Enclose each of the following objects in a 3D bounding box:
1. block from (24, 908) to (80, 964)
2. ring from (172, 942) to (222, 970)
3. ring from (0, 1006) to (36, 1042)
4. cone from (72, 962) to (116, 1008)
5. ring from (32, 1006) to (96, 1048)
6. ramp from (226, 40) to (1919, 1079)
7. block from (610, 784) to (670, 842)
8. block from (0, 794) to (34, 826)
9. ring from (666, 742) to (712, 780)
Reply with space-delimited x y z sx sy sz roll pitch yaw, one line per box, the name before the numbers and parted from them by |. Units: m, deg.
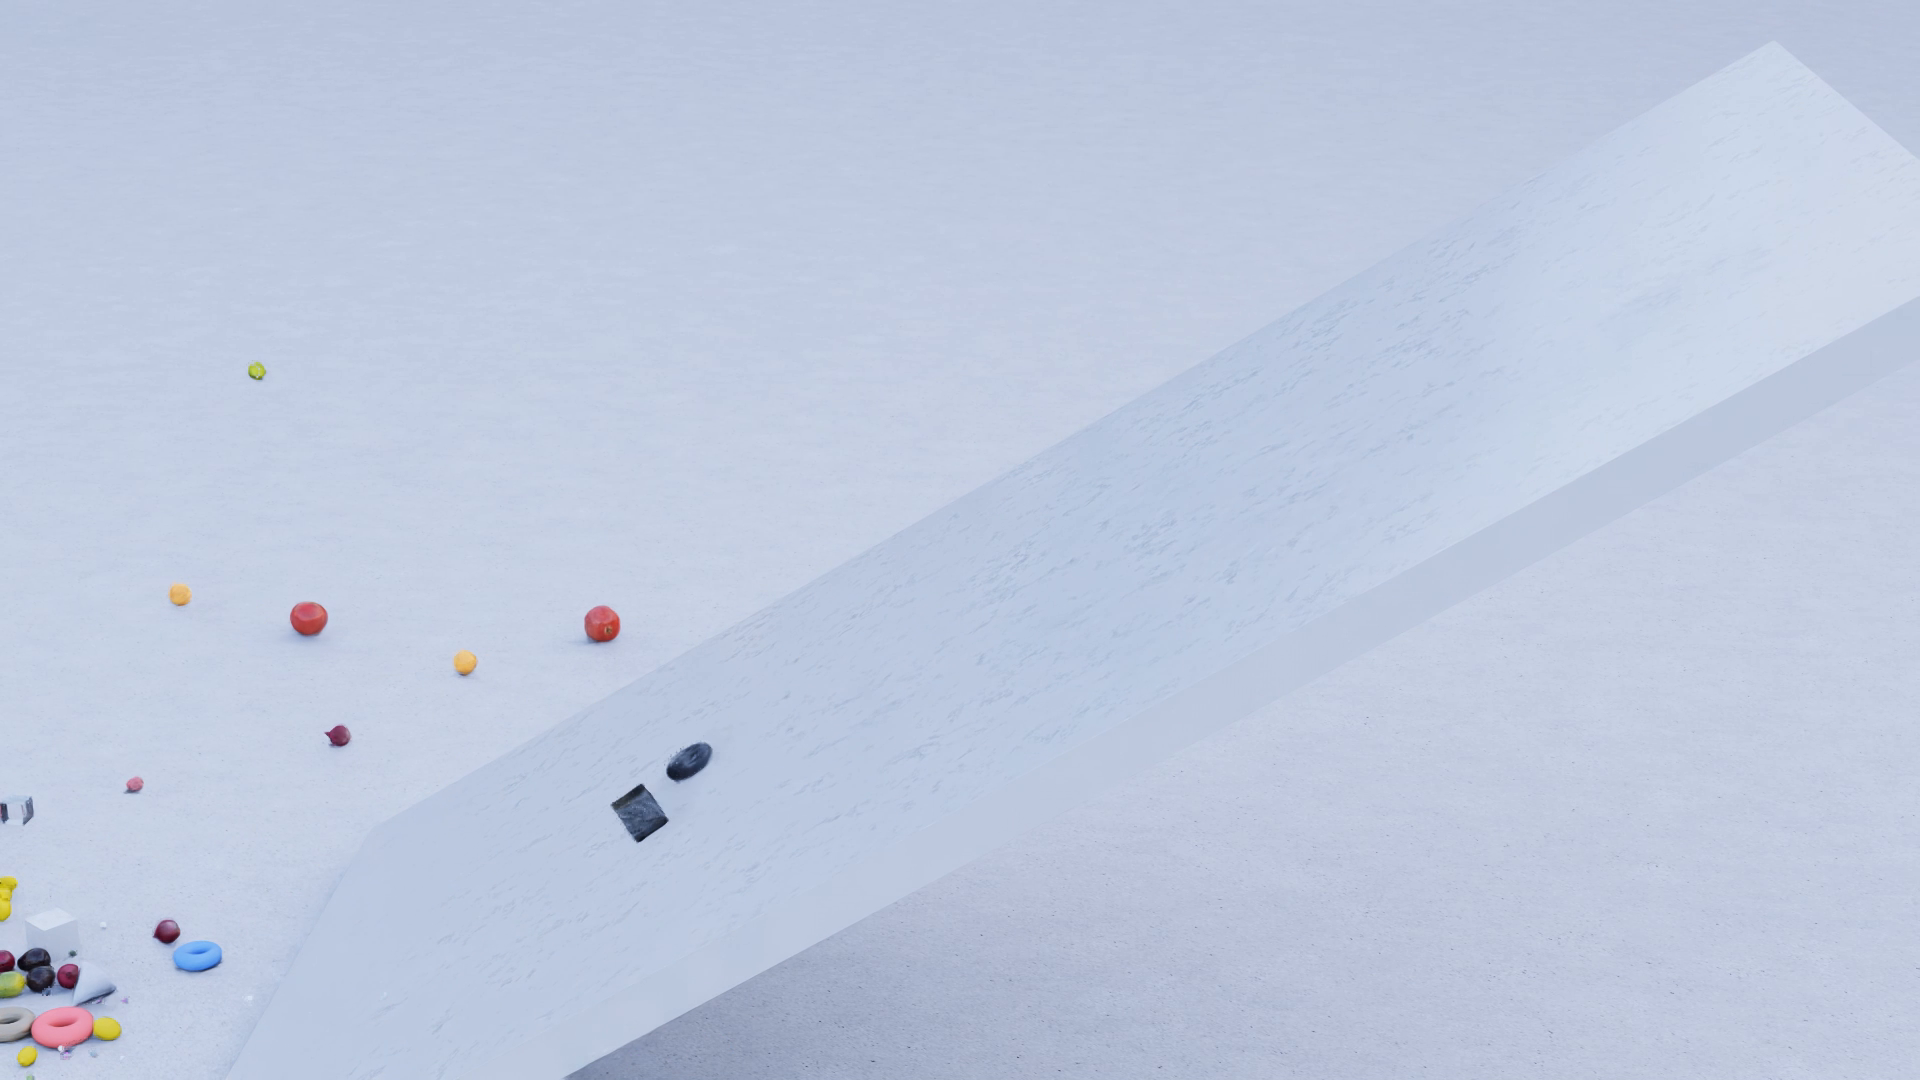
block | -2.211 0.964 7.165 0.090 0.090 0.090 17 25 40
ring | -1.847 1.006 7.123 0.116 0.039 0.116 0 18 0
ring | -2.198 1.119 6.797 0.123 0.041 0.123 0 20 0
cone | -2.065 1.067 6.940 0.100 0.100 0.100 13 50 32
ring | -2.066 1.123 6.778 0.143 0.048 0.143 1 20 0
ramp | 0.141 0.169 6.288 4.000 0.100 2.000 -29 15 13
block | -0.685 0.584 6.288 0.082 0.082 0.082 -35 15 -9
block | -2.531 0.724 7.898 0.061 0.061 0.061 4 20 10
ring | -0.598 0.490 6.502 0.116 0.039 0.116 -29 16 9
